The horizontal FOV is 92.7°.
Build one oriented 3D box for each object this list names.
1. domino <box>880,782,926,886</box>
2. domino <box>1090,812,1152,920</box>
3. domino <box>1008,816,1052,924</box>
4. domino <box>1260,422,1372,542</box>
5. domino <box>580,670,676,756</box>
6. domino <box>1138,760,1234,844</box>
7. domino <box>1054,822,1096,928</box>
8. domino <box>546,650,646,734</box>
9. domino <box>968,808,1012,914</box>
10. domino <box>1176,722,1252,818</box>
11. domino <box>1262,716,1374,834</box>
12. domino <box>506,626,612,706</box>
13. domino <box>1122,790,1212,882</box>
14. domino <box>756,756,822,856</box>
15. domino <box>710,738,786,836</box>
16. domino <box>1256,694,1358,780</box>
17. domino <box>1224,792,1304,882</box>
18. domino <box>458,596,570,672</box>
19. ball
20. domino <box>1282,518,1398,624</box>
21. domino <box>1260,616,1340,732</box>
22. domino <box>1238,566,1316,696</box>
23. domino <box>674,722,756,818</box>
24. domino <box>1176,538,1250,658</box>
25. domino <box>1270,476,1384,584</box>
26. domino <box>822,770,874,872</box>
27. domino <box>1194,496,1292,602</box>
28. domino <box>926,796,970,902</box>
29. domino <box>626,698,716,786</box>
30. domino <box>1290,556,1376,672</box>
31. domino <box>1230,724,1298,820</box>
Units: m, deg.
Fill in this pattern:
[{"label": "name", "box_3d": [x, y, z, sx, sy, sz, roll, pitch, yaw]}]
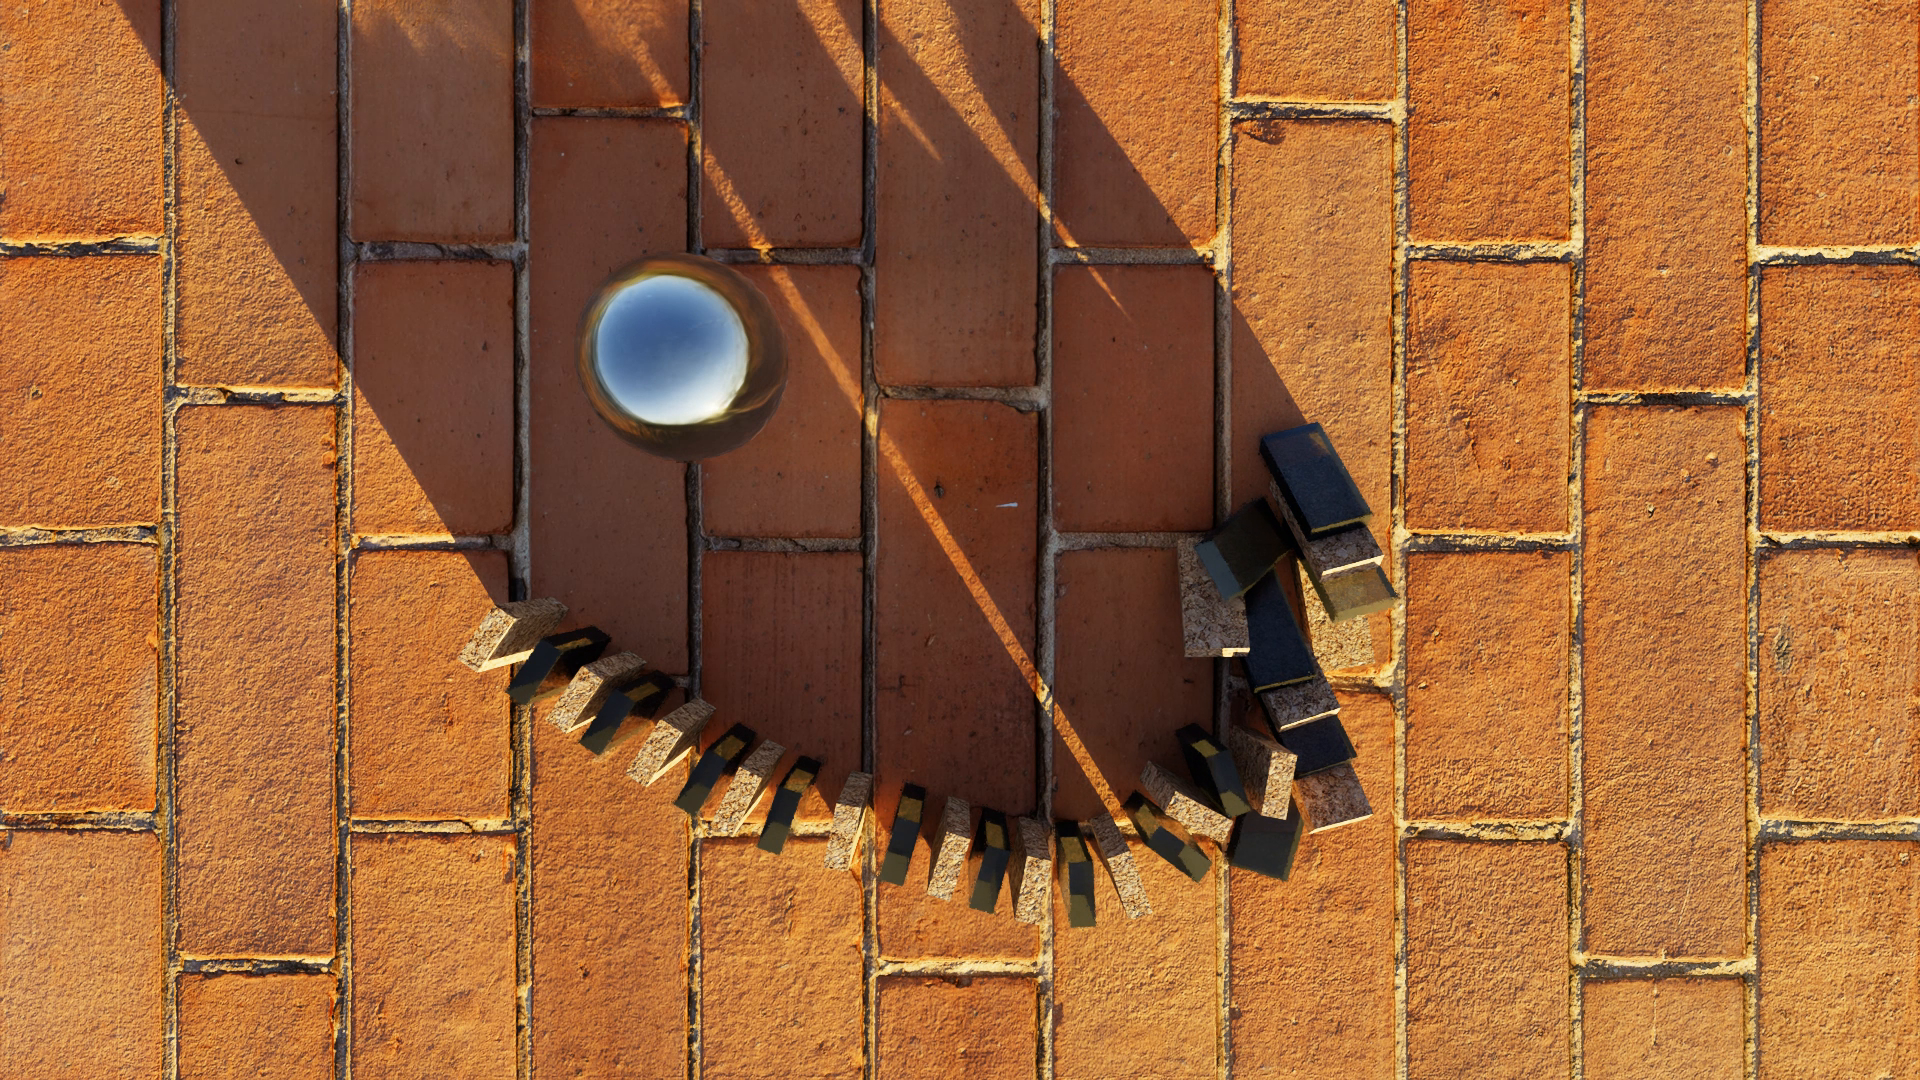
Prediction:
[{"label": "domino", "box_3d": [-0.023, 0.119, 0.375, 0.010, 0.050, 0.025, 16, 90, 0]}, {"label": "domino", "box_3d": [0.065, 0.132, 0.375, 0.009, 0.050, 0.025, -19, 90, 0]}, {"label": "domino", "box_3d": [0.028, 0.134, 0.375, 0.010, 0.050, 0.025, 11, 90, 0]}, {"label": "domino", "box_3d": [0.147, -0.025, 0.382, 0.025, 0.009, 0.050, -15, 56, 0]}, {"label": "domino", "box_3d": [-0.135, 0.070, 0.375, 0.009, 0.050, 0.025, 34, 90, 0]}, {"label": "domino", "box_3d": [0.091, 0.106, 0.375, 0.025, 0.050, 0.009, 28, 90, 0]}, {"label": "domino", "box_3d": [0.047, 0.136, 0.375, 0.009, 0.050, 0.025, -3, 90, 0]}, {"label": "domino", "box_3d": [-0.148, 0.061, 0.375, 0.009, 0.050, 0.025, 34, 90, 0]}, {"label": "domino", "box_3d": [0.012, 0.130, 0.375, 0.009, 0.050, 0.025, 16, 90, 0]}, {"label": "domino", "box_3d": [0.103, 0.093, 0.375, 0.009, 0.050, 0.025, -21, 90, 0]}, {"label": "domino", "box_3d": [0.149, 0.094, 0.383, 0.025, 0.010, 0.050, -13, 62, -3]}, {"label": "domino", "box_3d": [-0.163, 0.050, 0.375, 0.010, 0.050, 0.025, 35, 90, 0]}, {"label": "domino", "box_3d": [0.084, 0.120, 0.375, 0.025, 0.050, 0.009, 36, 90, 0]}, {"label": "domino", "box_3d": [-0.069, 0.107, 0.375, 0.010, 0.050, 0.025, 20, 90, 0]}, {"label": "domino", "box_3d": [-0.086, 0.100, 0.375, 0.010, 0.050, 0.025, 27, 90, 0]}, {"label": "domino", "box_3d": [0.142, 0.072, 0.384, 0.025, 0.010, 0.050, -17, 62, -1]}, {"label": "domino", "box_3d": [0.135, 0.118, 0.395, 0.025, 0.010, 0.050, 16, 90, 0]}, {"label": "domino", "box_3d": [-0.181, 0.038, 0.375, 0.010, 0.050, 0.025, 35, 90, 0]}, {"label": "ball", "box_3d": [-0.108, -0.071, 0.360, 0.080, 0.080, 0.080, 0, 90, 0]}, {"label": "domino", "box_3d": [0.157, 0.008, 0.382, 0.025, 0.009, 0.050, -15, 56, 0]}, {"label": "domino", "box_3d": [0.135, 0.052, 0.384, 0.025, 0.009, 0.050, -18, 62, 0]}, {"label": "domino", "box_3d": [0.127, 0.037, 0.382, 0.025, 0.010, 0.050, -13, 61, 3]}, {"label": "domino", "box_3d": [-0.099, 0.093, 0.375, 0.009, 0.050, 0.025, 31, 90, 0]}, {"label": "domino", "box_3d": [0.105, 0.023, 0.382, 0.025, 0.009, 0.050, -2, 62, 9]}, {"label": "domino", "box_3d": [0.152, -0.008, 0.382, 0.025, 0.010, 0.050, -15, 56, 0]}, {"label": "domino", "box_3d": [-0.045, 0.114, 0.375, 0.009, 0.050, 0.025, 12, 90, 0]}, {"label": "domino", "box_3d": [0.118, 0.003, 0.379, 0.050, 0.009, 0.025, -30, 90, -43]}, {"label": "domino", "box_3d": [-0.004, 0.125, 0.375, 0.009, 0.050, 0.025, 18, 90, 0]}, {"label": "domino", "box_3d": [-0.117, 0.081, 0.375, 0.010, 0.050, 0.025, 33, 90, 0]}, {"label": "domino", "box_3d": [0.160, 0.030, 0.395, 0.025, 0.010, 0.050, -10, 90, 0]}, {"label": "domino", "box_3d": [0.122, 0.094, 0.375, 0.010, 0.050, 0.025, 10, 90, 0]}]
